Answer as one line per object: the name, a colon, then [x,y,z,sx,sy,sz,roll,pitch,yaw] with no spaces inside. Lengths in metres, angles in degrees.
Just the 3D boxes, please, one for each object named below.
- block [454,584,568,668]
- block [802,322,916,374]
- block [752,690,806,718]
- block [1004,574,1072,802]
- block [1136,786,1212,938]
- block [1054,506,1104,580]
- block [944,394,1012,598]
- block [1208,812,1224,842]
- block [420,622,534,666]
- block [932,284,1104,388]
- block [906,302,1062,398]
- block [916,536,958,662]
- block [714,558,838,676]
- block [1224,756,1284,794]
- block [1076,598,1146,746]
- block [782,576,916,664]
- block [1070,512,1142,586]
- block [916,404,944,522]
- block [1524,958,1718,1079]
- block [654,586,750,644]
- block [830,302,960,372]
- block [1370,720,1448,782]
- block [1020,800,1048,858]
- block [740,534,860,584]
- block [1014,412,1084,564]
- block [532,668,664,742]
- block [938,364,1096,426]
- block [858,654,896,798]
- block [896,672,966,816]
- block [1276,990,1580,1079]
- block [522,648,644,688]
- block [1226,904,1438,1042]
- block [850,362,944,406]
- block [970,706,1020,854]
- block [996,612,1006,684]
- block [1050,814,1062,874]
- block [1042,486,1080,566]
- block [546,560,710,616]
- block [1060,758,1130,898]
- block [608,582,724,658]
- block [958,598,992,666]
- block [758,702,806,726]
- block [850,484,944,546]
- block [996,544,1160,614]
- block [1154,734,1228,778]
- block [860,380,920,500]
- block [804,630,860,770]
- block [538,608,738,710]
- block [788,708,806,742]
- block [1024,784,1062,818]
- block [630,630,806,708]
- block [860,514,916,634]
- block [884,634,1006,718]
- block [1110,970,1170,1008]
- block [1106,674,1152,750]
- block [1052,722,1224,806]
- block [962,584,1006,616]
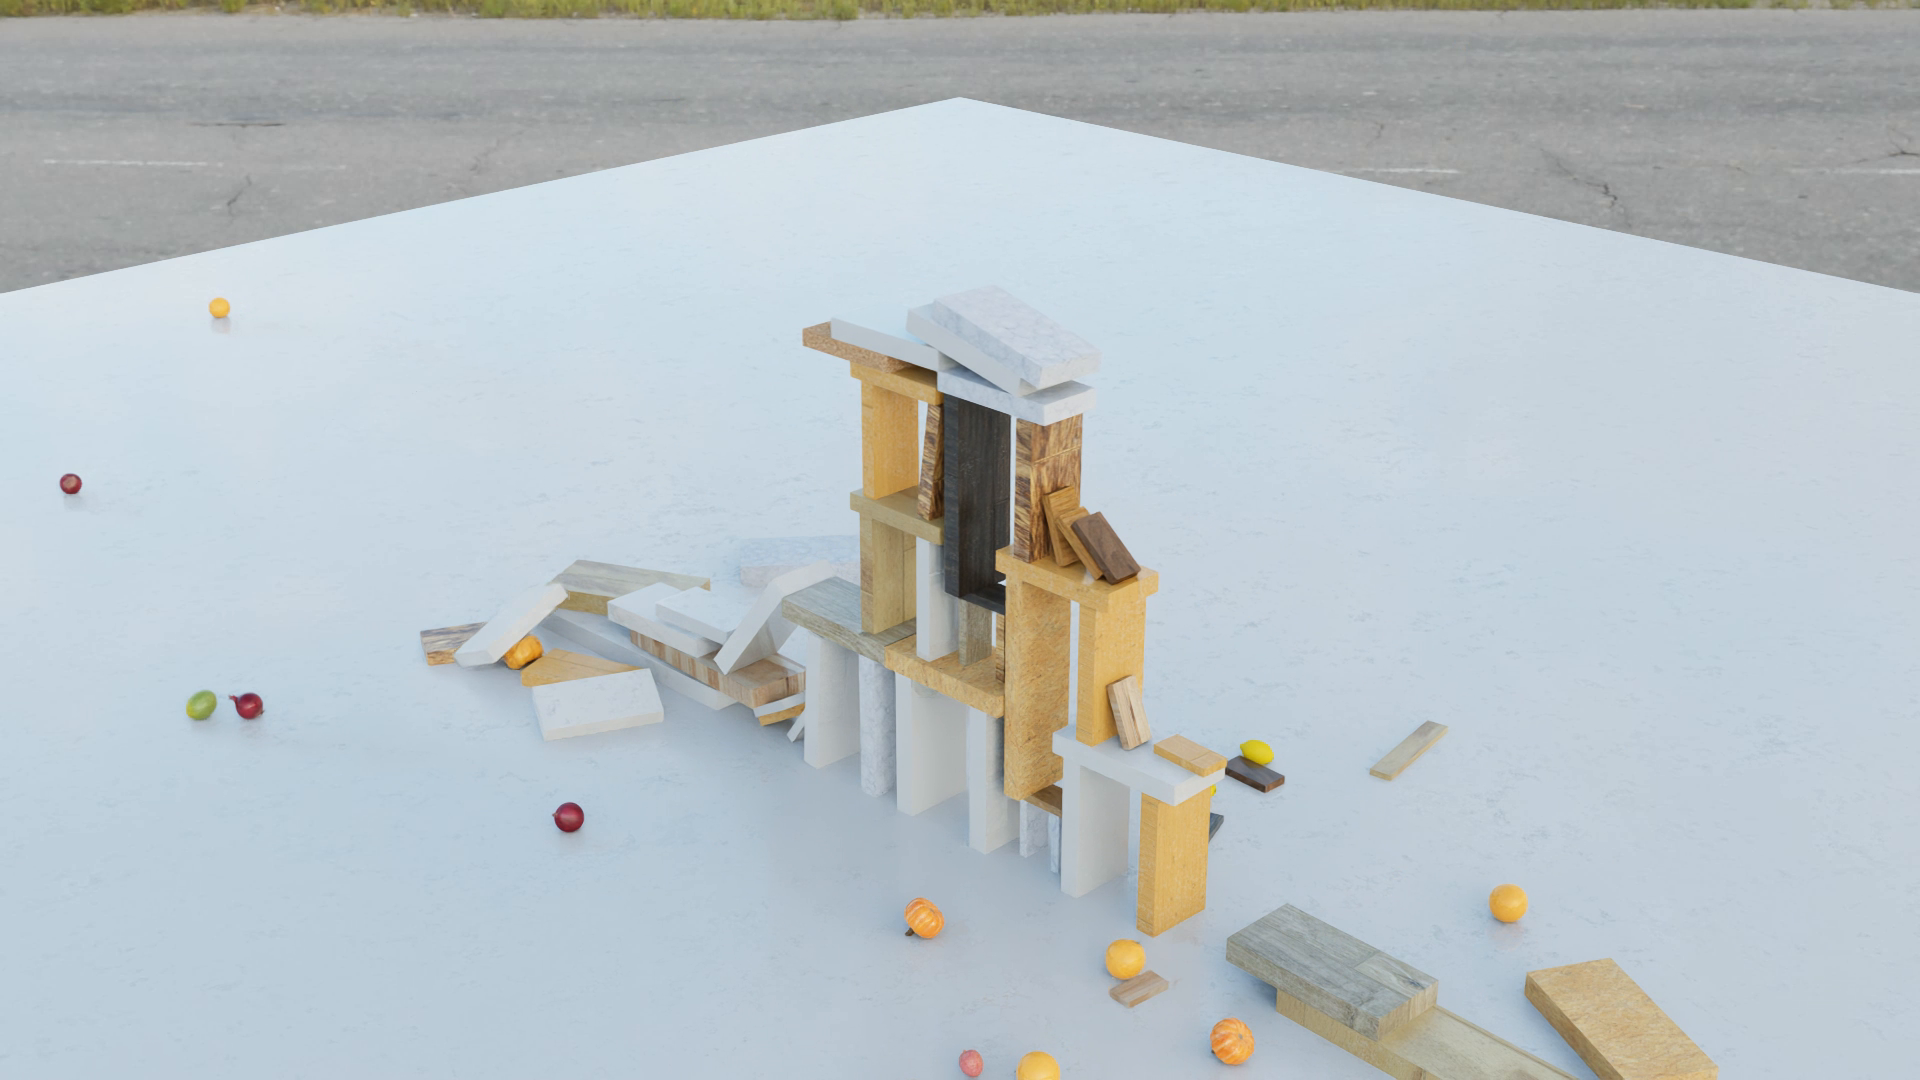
block: [-1.037,0.196,5.079,0.131,0.037,0.262,-9,28,42]
block: [-0.178,-0.380,4.259,0.123,0.035,0.247,-21,30,-40]
block: [-0.380,0.352,4.743,0.077,0.022,0.155,-18,-1,-30]
block: [0.148,0.263,4.181,0.039,0.463,0.138,21,31,41]
block: [0.393,0.572,4.041,0.145,0.290,0.041,-20,30,-39]
block: [0.234,0.006,3.964,0.067,0.019,0.133,-21,71,-41]
block: [0.034,-0.098,4.155,0.136,0.401,0.039,-20,30,-39]
block: [0.488,0.573,4.391,0.049,0.014,0.098,10,25,23]
block: [-1.132,0.236,5.159,0.247,0.035,0.123,-8,24,-18]
block: [0.101,-0.371,3.978,0.148,0.042,0.297,-18,40,-38]
block: [0.056,-0.359,4.027,0.149,0.042,0.297,-21,42,-40]
block: [-0.026,0.099,4.294,0.127,0.255,0.036,-20,31,-39]
block: [-0.398,0.166,4.728,0.157,0.314,0.044,-23,70,-43]
block: [0.610,0.488,4.588,0.062,0.017,0.123,-20,30,-38]
block: [0.277,0.227,4.024,0.138,0.276,0.039,-21,31,-40]
block: [-0.205,0.163,4.518,0.311,0.044,0.156,22,31,40]
block: [0.262,0.014,3.947,0.067,0.019,0.133,-21,69,-40]
block: [-0.016,-0.162,4.182,0.120,0.239,0.034,-20,38,-39]
block: [1.118,0.833,3.739,0.166,0.047,0.331,-6,24,-15]
block: [-0.557,0.170,4.929,0.247,0.035,0.123,19,29,40]
block: [-0.091,-0.389,4.178,0.148,0.042,0.297,-21,30,-40]
block: [0.958,0.448,4.688,0.049,0.014,0.273,16,28,33]
block: [0.145,0.552,4.299,0.063,0.126,0.018,-21,31,-41]
block: [-0.380,0.048,5.584,0.354,0.050,0.177,-2,23,-5]
block: [0.161,-0.105,4.006,0.039,0.272,0.136,22,31,40]
block: [-0.792,0.360,4.809,0.262,0.037,0.131,-8,45,-19]
block: [0.102,-0.275,4.007,0.136,0.039,0.272,-21,31,-40]
block: [-0.133,0.358,4.519,0.156,0.311,0.044,-21,31,-41]
block: [-0.057,0.389,4.448,0.044,0.310,0.155,21,31,41]
block: [0.833,0.872,3.646,0.166,0.047,0.658,-20,30,-38]
block: [-0.845,0.312,4.978,0.262,0.037,0.131,11,25,23]
block: [0.643,0.747,3.820,0.166,0.047,0.331,-20,30,-39]
block: [-0.085,-0.314,4.188,0.120,0.034,0.239,-20,30,-39]
block: [0.089,0.446,4.313,0.044,0.310,0.155,21,31,41]
block: [0.099,0.196,4.210,0.020,0.142,0.071,18,29,36]
block: [0.205,0.575,4.244,0.063,0.126,0.018,-21,31,-41]
block: [0.192,-0.026,3.998,0.067,0.133,0.019,-21,13,-41]
block: [-0.797,0.125,5.274,0.354,0.050,0.177,8,24,17]
block: [0.258,0.520,4.164,0.145,0.290,0.041,-21,31,-40]
block: [-0.643,0.180,5.014,0.314,0.044,0.157,19,29,40]
block: [0.030,0.168,4.275,0.071,0.142,0.020,-21,31,-40]
block: [-0.364,0.371,4.764,0.077,0.022,0.155,-18,-1,-36]
block: [-0.083,-0.059,4.293,0.127,0.036,0.254,-21,31,-40]
block: [0.213,0.057,4.023,0.138,0.039,0.276,-21,31,-41]
block: [0.416,0.389,3.974,0.062,0.017,0.123,-19,29,-37]
block: [-0.136,-0.210,4.294,0.120,0.239,0.034,-21,31,-40]
block: [-0.250,0.314,4.618,0.156,0.311,0.044,-19,34,-38]
block: [-0.716,0.243,5.125,0.653,0.050,0.177,20,30,39]
block: [-0.307,0.374,4.703,0.077,0.155,0.022,-19,66,-38]
block: [0.174,0.497,4.244,0.126,0.018,0.063,21,31,40]
block: [-0.543,0.259,4.934,0.157,0.044,0.493,-18,26,-36]
block: [-0.141,0.050,4.406,0.036,0.254,0.127,21,31,40]
block: [0.016,0.254,4.312,0.310,0.044,0.155,21,31,40]
block: [0.316,0.792,3.877,0.098,0.014,0.049,-17,29,-35]
block: [0.309,0.314,4.018,0.062,0.123,0.017,-21,9,-41]
block: [0.326,0.395,4.036,0.290,0.041,0.145,21,31,40]
block: [0.062,0.107,4.211,0.142,0.020,0.071,20,30,39]
